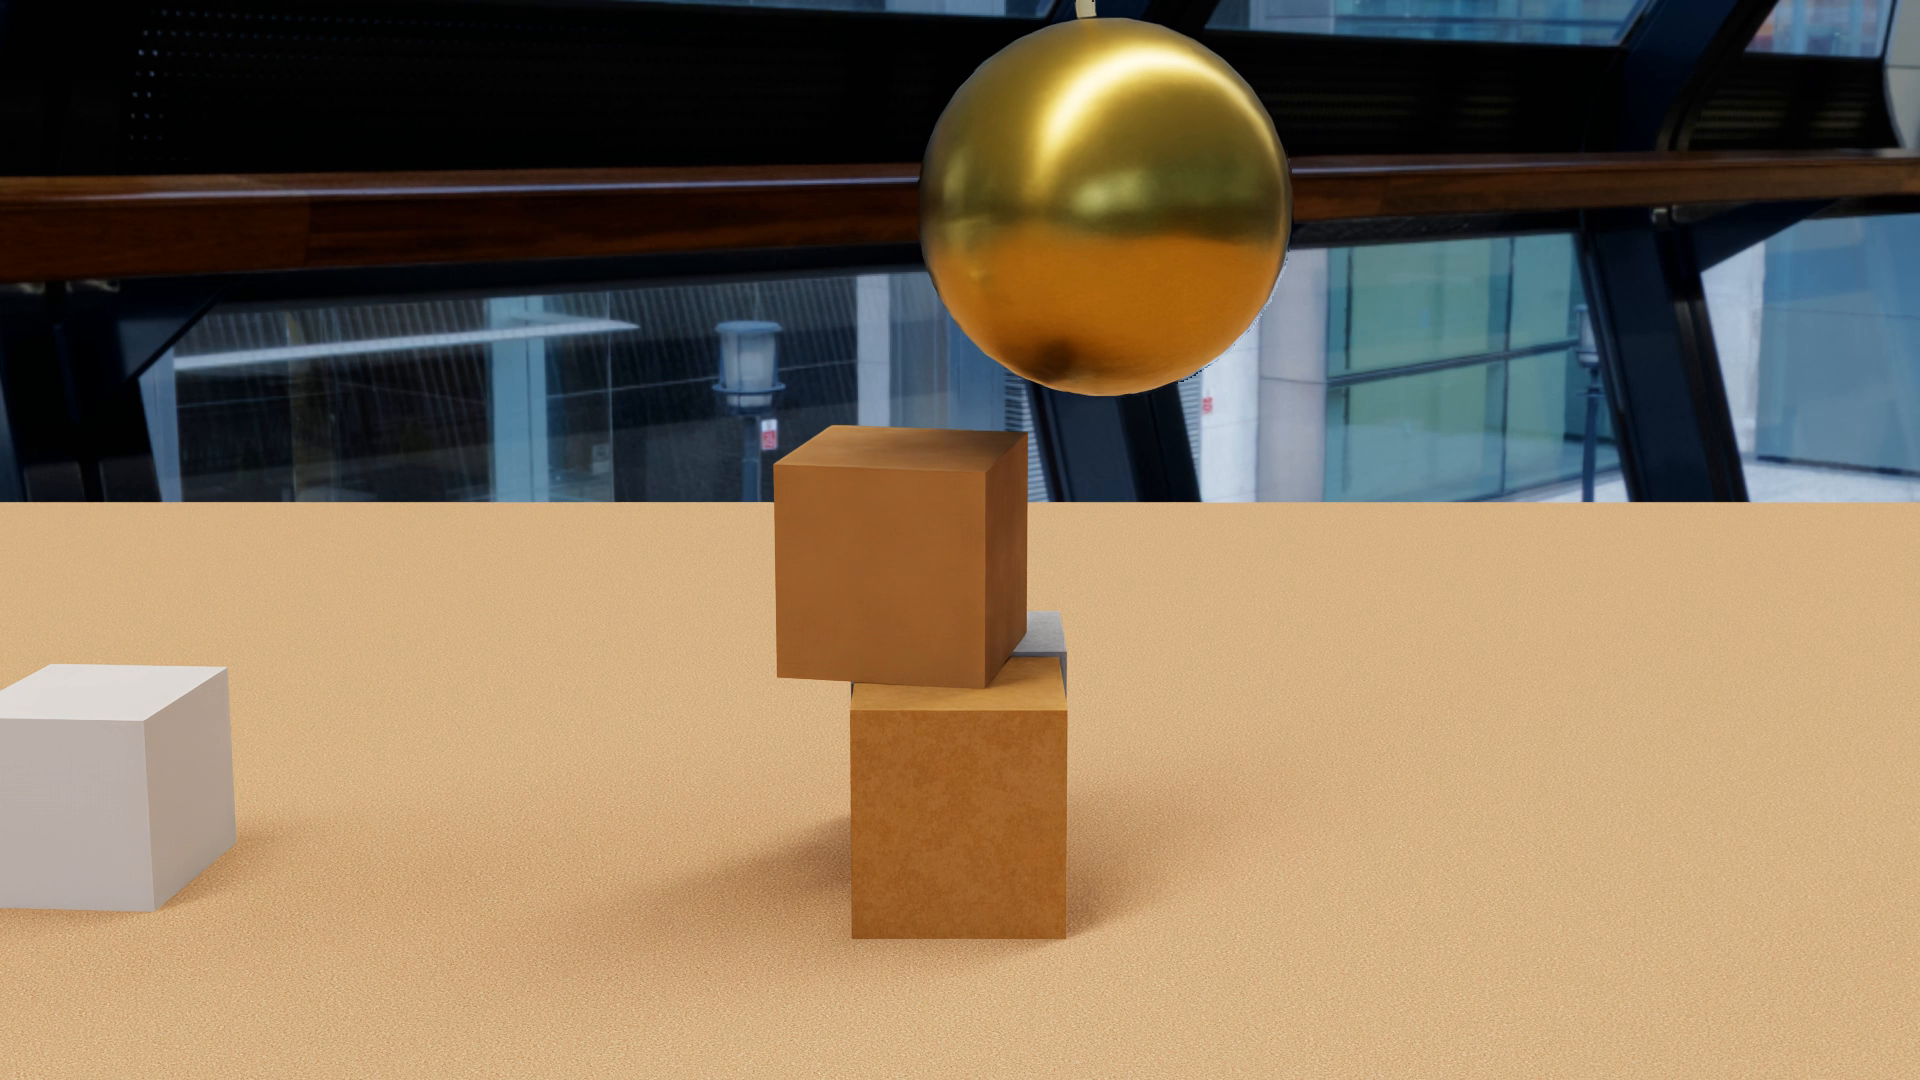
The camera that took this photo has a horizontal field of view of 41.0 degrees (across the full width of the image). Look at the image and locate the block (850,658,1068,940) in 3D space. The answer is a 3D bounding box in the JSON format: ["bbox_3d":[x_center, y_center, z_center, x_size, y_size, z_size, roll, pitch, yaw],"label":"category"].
[{"bbox_3d":[-0.005,1.079,10.929,0.881,0.967,0.956,0,10,0],"label":"block"}]

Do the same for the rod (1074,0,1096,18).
[{"bbox_3d":[0.265,-4.741,10.318,0.080,5.200,0.080,-6,10,1],"label":"rod"}]

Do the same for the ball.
[{"bbox_3d":[0.612,-1.413,10.923,1.600,1.600,1.600,0,10,0],"label":"ball"}]

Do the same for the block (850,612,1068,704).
[{"bbox_3d":[-0.006,0.902,11.836,0.956,0.990,0.869,0,10,0],"label":"block"}]

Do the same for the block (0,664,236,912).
[{"bbox_3d":[-3.795,1.073,11.330,0.830,0.834,0.992,1,10,4],"label":"block"}]

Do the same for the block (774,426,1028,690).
[{"bbox_3d":[-0.237,0.051,11.179,0.902,0.923,0.971,3,13,12],"label":"block"}]
